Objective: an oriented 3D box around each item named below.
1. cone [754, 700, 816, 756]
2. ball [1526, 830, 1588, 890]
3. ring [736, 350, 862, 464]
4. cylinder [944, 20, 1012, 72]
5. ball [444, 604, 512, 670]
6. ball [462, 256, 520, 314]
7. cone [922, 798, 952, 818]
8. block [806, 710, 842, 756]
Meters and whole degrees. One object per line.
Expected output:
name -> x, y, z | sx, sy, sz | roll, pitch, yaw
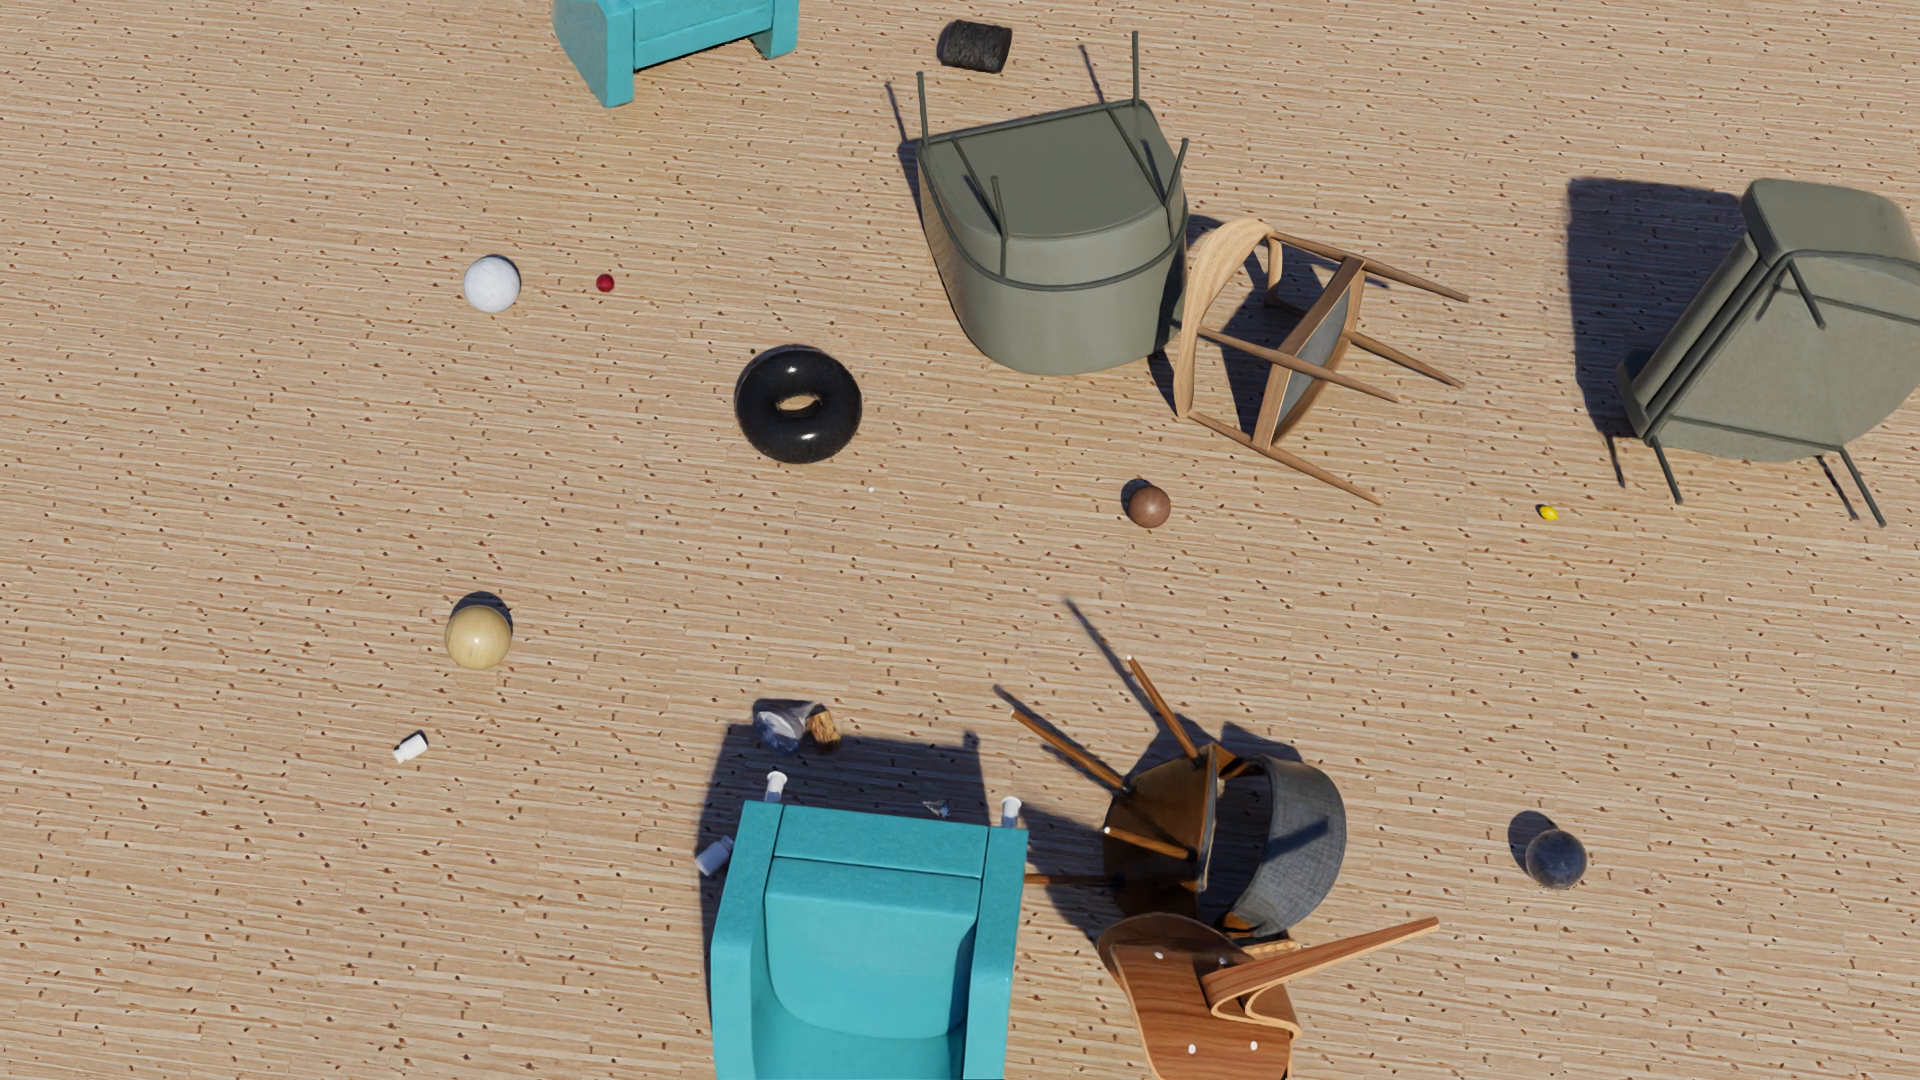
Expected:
cone -> -0.463, 0.499, 6.201 | 0.157, 0.133, 0.185 | 33, 42, 17
ball -> 1.601, 0.857, 5.902 | 0.160, 0.160, 0.160 | 0, 56, 0
ring -> -0.493, -0.410, 6.751 | 0.387, 0.165, 0.402 | -28, 59, -16
cylinder -> 0.063, -1.717, 7.641 | 0.192, 0.121, 0.255 | 11, 38, 7
ball -> -1.376, 0.278, 6.274 | 0.188, 0.188, 0.188 | 0, 56, 0
ball -> -1.494, -0.813, 7.012 | 0.179, 0.179, 0.179 | 0, 56, 0
cone -> -0.073, 0.732, 6.070 | 0.074, 0.042, 0.073 | 9, 42, 26
block -> -0.382, 0.542, 6.172 | 0.064, 0.063, 0.092 | -21, 59, -13
